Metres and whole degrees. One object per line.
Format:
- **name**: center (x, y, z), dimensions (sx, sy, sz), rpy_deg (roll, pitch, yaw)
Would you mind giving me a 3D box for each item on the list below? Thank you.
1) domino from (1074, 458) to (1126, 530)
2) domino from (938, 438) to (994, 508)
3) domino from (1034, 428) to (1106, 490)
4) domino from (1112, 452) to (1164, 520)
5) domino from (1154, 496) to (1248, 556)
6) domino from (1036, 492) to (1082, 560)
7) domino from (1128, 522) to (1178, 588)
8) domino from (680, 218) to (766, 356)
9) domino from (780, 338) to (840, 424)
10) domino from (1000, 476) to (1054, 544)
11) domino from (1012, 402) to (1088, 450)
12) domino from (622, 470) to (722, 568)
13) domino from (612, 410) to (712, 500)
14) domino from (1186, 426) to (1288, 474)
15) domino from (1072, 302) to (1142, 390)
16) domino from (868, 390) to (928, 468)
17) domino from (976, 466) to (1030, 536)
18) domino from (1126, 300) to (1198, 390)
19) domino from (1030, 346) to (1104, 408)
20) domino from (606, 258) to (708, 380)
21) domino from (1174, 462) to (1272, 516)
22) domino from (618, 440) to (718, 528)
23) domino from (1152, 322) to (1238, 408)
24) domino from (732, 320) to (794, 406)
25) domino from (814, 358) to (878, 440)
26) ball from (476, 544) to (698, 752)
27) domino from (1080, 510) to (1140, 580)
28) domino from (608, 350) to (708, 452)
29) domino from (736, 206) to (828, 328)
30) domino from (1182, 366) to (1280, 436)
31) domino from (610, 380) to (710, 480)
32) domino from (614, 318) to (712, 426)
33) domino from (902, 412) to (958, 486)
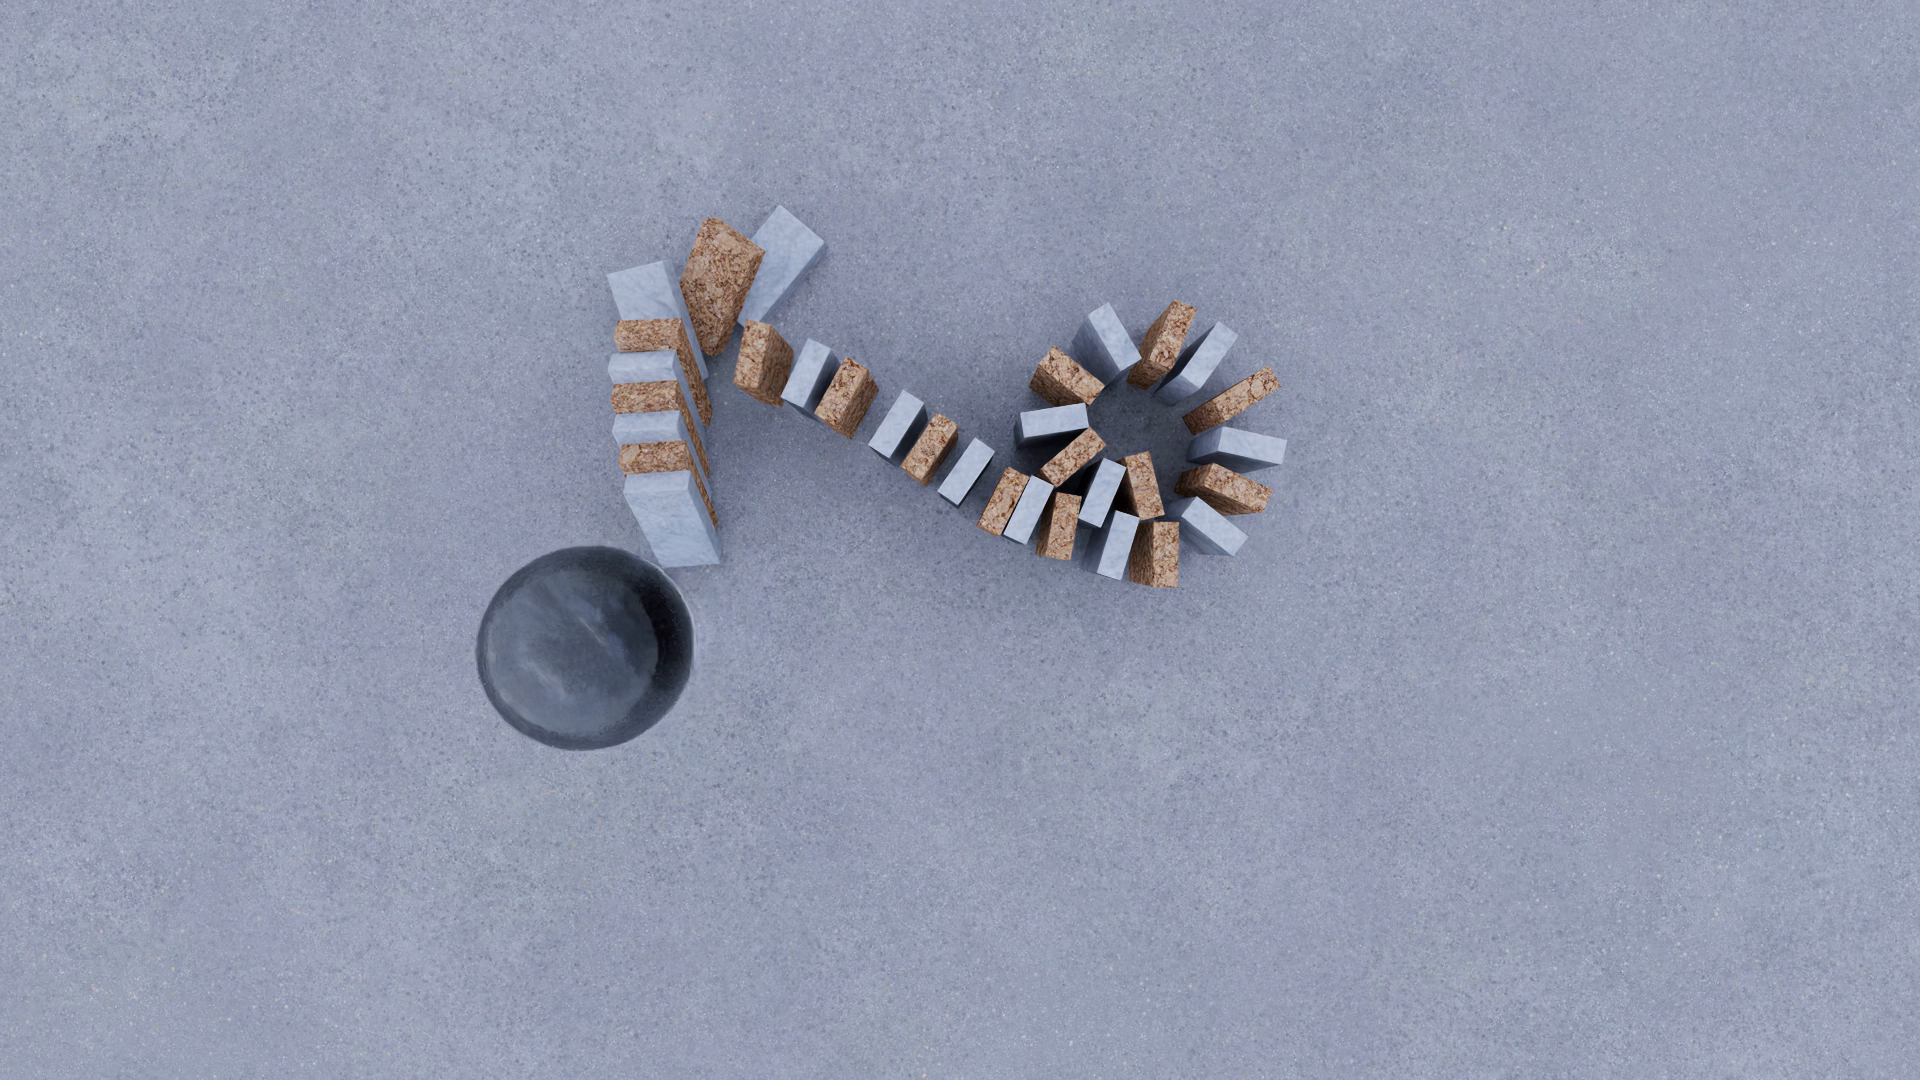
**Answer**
- **domino**: center (0.054, -0.018, 0.375), dimensions (0.010, 0.050, 0.025), rpy_deg (23, 90, 0)
- **domino**: center (0.002, -0.026, 0.375), dimensions (0.009, 0.050, 0.025), rpy_deg (35, 90, 0)
- **domino**: center (0.043, -0.032, 0.375), dimensions (0.025, 0.050, 0.010), rpy_deg (-40, 90, 0)
- **domino**: center (0.071, -0.021, 0.375), dimensions (0.010, 0.050, 0.025), rpy_deg (-14, 90, 0)
- **domino**: center (0.097, -0.005, 0.375), dimensions (0.025, 0.050, 0.010), rpy_deg (38, 90, 0)
- **domino**: center (0.040, -0.005, 0.375), dimensions (0.009, 0.050, 0.025), rpy_deg (10, 90, 0)
- **domino**: center (0.079, 0.006, 0.375), dimensions (0.010, 0.050, 0.025), rpy_deg (1, 90, 0)
- **domino**: center (-0.103, -0.105, 0.382), dimensions (0.025, 0.010, 0.050), rpy_deg (35, 121, 3)
- **domino**: center (-0.059, -0.064, 0.375), dimensions (0.010, 0.050, 0.025), rpy_deg (25, 90, 0)
- **domino**: center (0.026, -0.012, 0.375), dimensions (0.009, 0.050, 0.025), rpy_deg (26, 90, 0)
- **domino**: center (0.036, -0.046, 0.375), dimensions (0.025, 0.050, 0.010), rpy_deg (-9, 90, 0)
- **domino**: center (-0.117, -0.008, 0.377), dimensions (0.025, 0.050, 0.010), rpy_deg (-4, 53, 0)
- **domino**: center (-0.121, -0.031, 0.377), dimensions (0.025, 0.050, 0.010), rpy_deg (-4, 53, 0)
- **domino**: center (0.112, -0.036, 0.375), dimensions (0.025, 0.050, 0.009), rpy_deg (12, 90, 0)
- **domino**: center (0.059, -0.078, 0.375), dimensions (0.010, 0.050, 0.025), rpy_deg (-31, 90, 0)
- **domino**: center (-0.024, -0.044, 0.375), dimensions (0.010, 0.050, 0.025), rpy_deg (32, 90, 0)
- **domino**: center (0.017, -0.015, 0.375), dimensions (0.009, 0.050, 0.025), rpy_deg (27, 90, 0)
- **domino**: center (0.082, -0.079, 0.375), dimensions (0.009, 0.050, 0.025), rpy_deg (23, 90, 0)
- **domino**: center (0.043, -0.063, 0.375), dimensions (0.025, 0.050, 0.010), rpy_deg (38, 90, 0)
- **domino**: center (-0.126, -0.089, 0.385), dimensions (0.025, 0.010, 0.050), rpy_deg (-10, 110, 11)
- **domino**: center (0.106, -0.020, 0.375), dimensions (0.025, 0.050, 0.009), rpy_deg (25, 90, 0)
- **domino**: center (-0.119, -0.020, 0.377), dimensions (0.025, 0.050, 0.009), rpy_deg (-4, 53, 0)
- **domino**: center (0.095, -0.071, 0.375), dimensions (0.009, 0.050, 0.025), rpy_deg (36, 90, 0)
- **domino**: center (-0.080, -0.071, 0.375), dimensions (0.010, 0.050, 0.025), rpy_deg (12, 90, 0)
- **domino**: center (-0.046, -0.057, 0.375), dimensions (0.010, 0.050, 0.025), rpy_deg (29, 90, 0)
- **ball**: center (-0.145, 0.042, 0.360), dimensions (0.080, 0.080, 0.080), rpy_deg (0, 90, 0)
- **domino**: center (0.061, 0.002, 0.375), dimensions (0.009, 0.050, 0.025), rpy_deg (17, 90, 0)
- **domino**: center (-0.123, -0.055, 0.377), dimensions (0.025, 0.050, 0.009), rpy_deg (-4, 53, 0)
- **domino**: center (-0.083, -0.116, 0.395), dimensions (0.025, 0.009, 0.050), rpy_deg (40, 90, 0)
- **domino**: center (0.110, -0.056, 0.375), dimensions (0.025, 0.050, 0.010), rpy_deg (-32, 90, 0)
- **domino**: center (-0.122, -0.043, 0.377), dimensions (0.025, 0.050, 0.010), rpy_deg (-4, 53, 0)
- **domino**: center (-0.121, -0.068, 0.377), dimensions (0.025, 0.050, 0.010), rpy_deg (-2, 53, 1)
- **domino**: center (-0.012, -0.036, 0.375), dimensions (0.009, 0.050, 0.025), rpy_deg (34, 90, 0)
